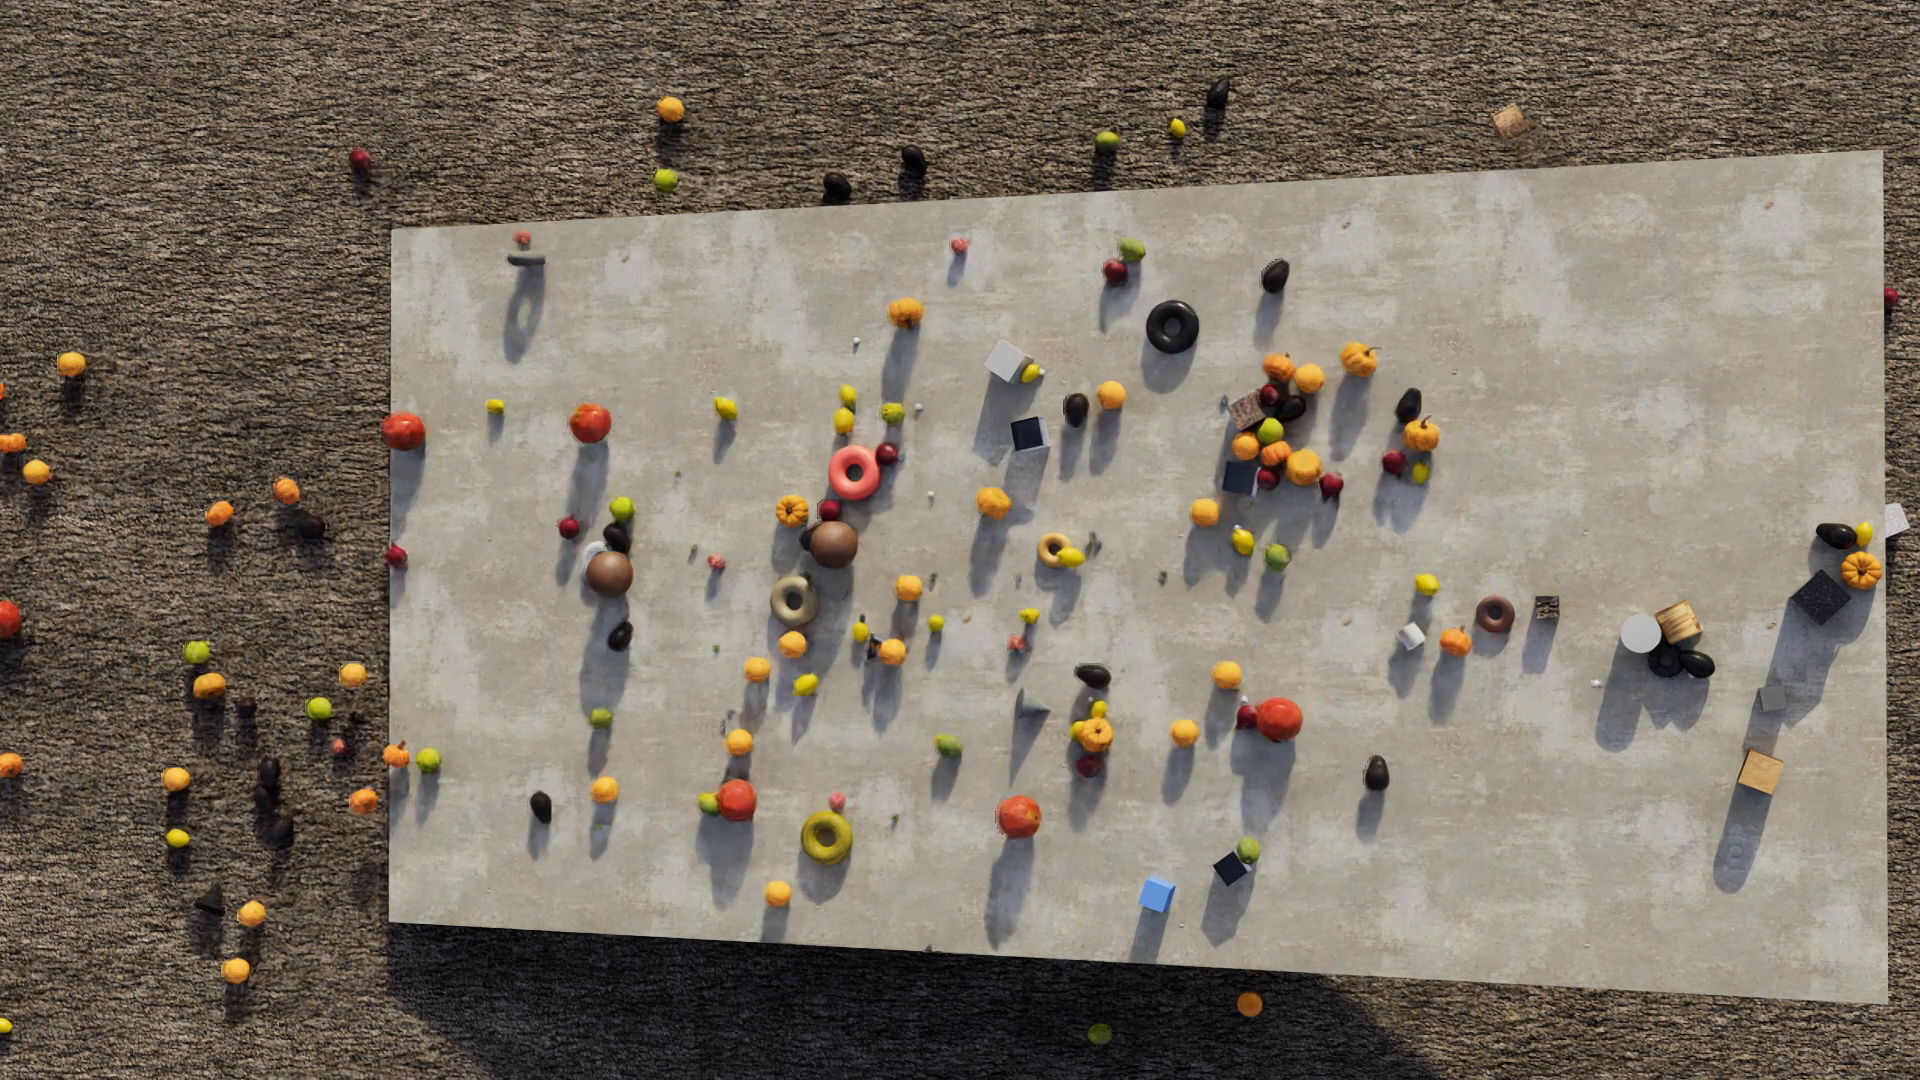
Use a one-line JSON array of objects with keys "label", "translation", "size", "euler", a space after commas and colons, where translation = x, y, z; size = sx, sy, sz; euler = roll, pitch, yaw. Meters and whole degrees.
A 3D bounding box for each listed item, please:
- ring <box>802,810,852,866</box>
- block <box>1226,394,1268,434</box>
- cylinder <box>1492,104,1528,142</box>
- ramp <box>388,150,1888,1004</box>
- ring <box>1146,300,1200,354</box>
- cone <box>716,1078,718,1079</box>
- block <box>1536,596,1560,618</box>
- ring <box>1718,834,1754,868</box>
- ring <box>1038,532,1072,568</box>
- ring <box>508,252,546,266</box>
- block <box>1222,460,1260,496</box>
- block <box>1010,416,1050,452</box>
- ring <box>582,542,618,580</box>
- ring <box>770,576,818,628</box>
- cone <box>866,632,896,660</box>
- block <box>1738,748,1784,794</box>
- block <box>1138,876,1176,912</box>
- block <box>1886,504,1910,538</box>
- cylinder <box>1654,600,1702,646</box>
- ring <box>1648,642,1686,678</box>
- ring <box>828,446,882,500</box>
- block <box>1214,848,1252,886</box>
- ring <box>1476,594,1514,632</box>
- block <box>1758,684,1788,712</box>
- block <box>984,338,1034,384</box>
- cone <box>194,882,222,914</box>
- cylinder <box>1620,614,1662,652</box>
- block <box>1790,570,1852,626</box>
[{"label": "ring", "translation": [-0.358, 0.801, 5.911], "size": [0.148, 0.049, 0.148], "euler": [0, 90, 17]}, {"label": "block", "translation": [0.728, -0.321, 5.571], "size": [0.071, 0.071, 0.071], "euler": [-30, 81, 15]}, {"label": "cylinder", "translation": [1.362, -1.032, 5.444], "size": [0.066, 0.066, 0.066], "euler": [-25, 89, 14]}, {"label": "ramp", "translation": [0.275, 0.093, 5.798], "size": [4.000, 0.100, 2.000], "euler": [0, 89, 18]}, {"label": "ring", "translation": [0.546, -0.547, 5.645], "size": [0.139, 0.046, 0.139], "euler": [0, 90, 17]}, {"label": "cone", "translation": [-0.700, 1.605, 6.409], "size": [0.089, 0.089, 0.089], "euler": [-21, 61, 0]}, {"label": "block", "translation": [1.430, 0.163, 5.351], "size": [0.053, 0.053, 0.053], "euler": [-2, 89, 18]}, {"label": "ring", "translation": [1.844, 0.739, 5.225], "size": [0.083, 0.028, 0.083], "euler": [-1, 87, 21]}, {"label": "ring", "translation": [0.247, 0.025, 5.739], "size": [0.094, 0.031, 0.094], "euler": [0, 90, 16]}, {"label": "ring", "translation": [-1.217, -0.790, 6.173], "size": [0.107, 0.107, 0.036], "euler": [1, 93, 0]}, {"label": "block", "translation": [0.713, -0.156, 5.571], "size": [0.075, 0.075, 0.075], "euler": [11, 93, 17]}, {"label": "block", "translation": [0.184, -0.275, 5.740], "size": [0.076, 0.076, 0.076], "euler": [-12, 86, 17]}, {"label": "ring", "translation": [-1.005, 0.058, 6.133], "size": [0.109, 0.036, 0.109], "euler": [0, 91, 14]}, {"label": "ring", "translation": [-0.448, 0.167, 5.950], "size": [0.140, 0.047, 0.140], "euler": [0, 90, 17]}, {"label": "cone", "translation": [-0.207, 0.287, 5.877], "size": [0.080, 0.080, 0.080], "euler": [9, 89, -9]}, {"label": "block", "translation": [1.888, 0.545, 5.187], "size": [0.079, 0.079, 0.079], "euler": [21, 95, 17]}, {"label": "block", "translation": [0.504, 0.907, 5.627], "size": [0.066, 0.066, 0.066], "euler": [20, 95, 17]}, {"label": "block", "translation": [2.704, -0.056, 6.414], "size": [0.077, 0.077, 0.077], "euler": [-23, 89, 0]}, {"label": "cylinder", "translation": [1.713, 0.196, 5.245], "size": [0.083, 0.083, 0.083], "euler": [-25, 82, 0]}, {"label": "ring", "translation": [1.695, 0.289, 5.278], "size": [0.086, 0.029, 0.086], "euler": [-1, 88, 14]}, {"label": "ring", "translation": [-0.282, -0.180, 5.901], "size": [0.150, 0.050, 0.150], "euler": [0, 90, 16]}, {"label": "block", "translation": [0.690, 0.830, 5.571], "size": [0.064, 0.064, 0.064], "euler": [-38, 79, 14]}, {"label": "ring", "translation": [1.315, 0.181, 5.399], "size": [0.093, 0.031, 0.093], "euler": [0, 90, 17]}, {"label": "block", "translation": [1.919, 0.373, 5.193], "size": [0.054, 0.054, 0.054], "euler": [-11, 86, 17]}, {"label": "block", "translation": [0.127, -0.466, 5.757], "size": [0.083, 0.083, 0.083], "euler": [35, 99, 15]}, {"label": "cone", "translation": [-2.178, 1.036, 6.417], "size": [0.088, 0.088, 0.088], "euler": [13, 63, 0]}, {"label": "cylinder", "translation": [1.631, 0.223, 5.266], "size": [0.092, 0.092, 0.092], "euler": [0, 89, 18]}, {"label": "block", "translation": [2.013, 0.134, 5.146], "size": [0.093, 0.093, 0.093], "euler": [-46, 77, 12]}]
